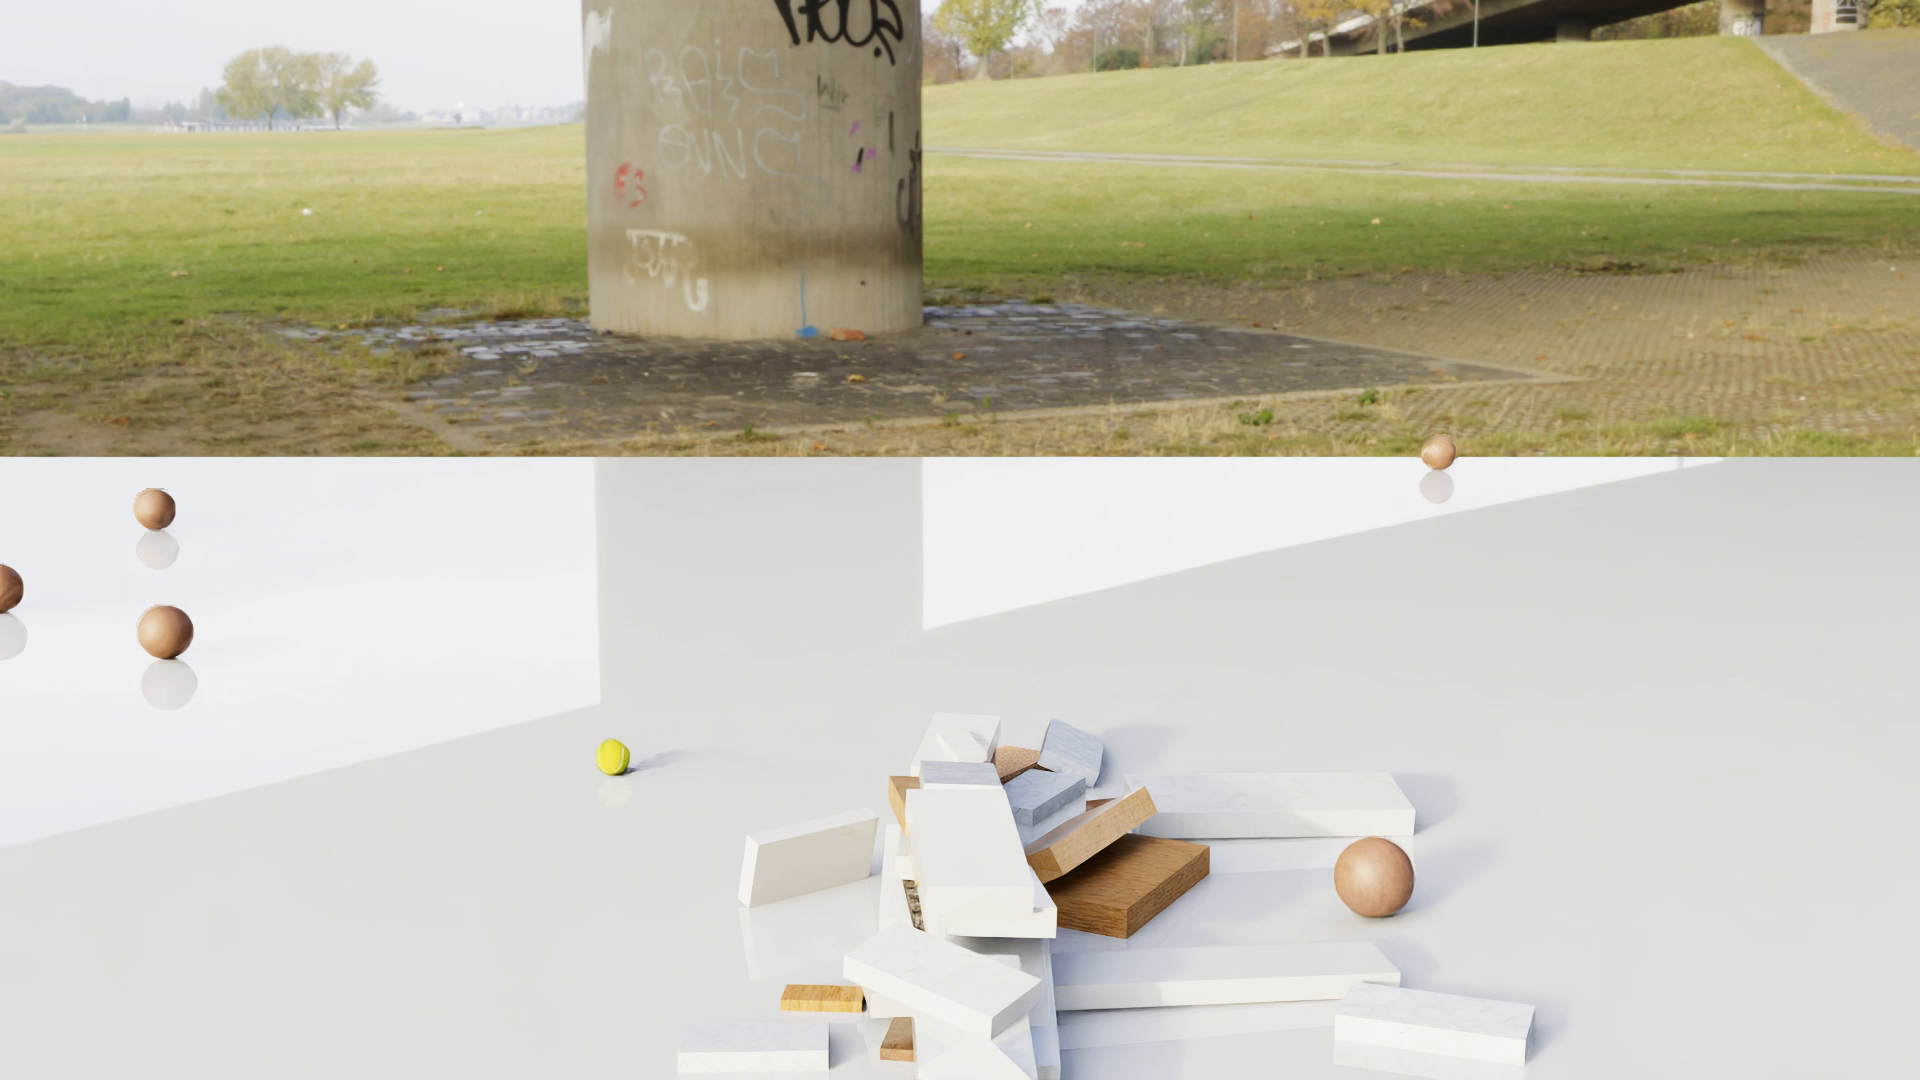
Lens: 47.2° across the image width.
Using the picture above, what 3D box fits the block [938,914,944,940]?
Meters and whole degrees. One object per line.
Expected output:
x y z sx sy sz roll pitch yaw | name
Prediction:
0.012 0.582 3.339 0.090 0.025 0.180 4 39 -2 | block

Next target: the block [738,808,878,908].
-0.251 0.528 3.661 0.241 0.121 0.034 -8 29 -37 | block

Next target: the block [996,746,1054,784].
0.076 0.454 4.313 0.117 0.033 0.234 7 13 34 | block

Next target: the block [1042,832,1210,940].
0.267 0.568 3.650 0.176 0.050 0.353 6 12 27 | block

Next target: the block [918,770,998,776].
-0.013 0.496 3.767 0.137 0.039 0.274 2 35 4 | block

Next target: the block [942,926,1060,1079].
0.053 0.636 3.075 0.151 0.043 0.408 2 20 -2 | block

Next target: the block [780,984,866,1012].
-0.198 0.668 3.204 0.118 0.017 0.059 1 11 4 | block

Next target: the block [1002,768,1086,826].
0.135 0.485 4.146 0.117 0.033 0.234 5 12 27 | block

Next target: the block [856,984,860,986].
-0.093 0.638 3.250 0.118 0.059 0.017 -2 11 -8 | block

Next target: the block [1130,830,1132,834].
0.280 0.528 3.959 0.056 0.016 0.113 0 11 0 | block

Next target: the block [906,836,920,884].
0.000 0.475 3.348 0.149 0.042 0.299 2 3 -4 | block

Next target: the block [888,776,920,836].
-0.027 0.424 3.512 0.149 0.042 0.323 2 3 -7 | block

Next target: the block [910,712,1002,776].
-0.005 0.386 4.058 0.126 0.036 0.252 3 19 9 | block

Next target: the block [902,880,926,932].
-0.036 0.567 3.471 0.090 0.025 0.180 -4 25 -8 | block

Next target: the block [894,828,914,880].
-0.029 0.483 3.589 0.137 0.039 0.274 4 16 1 | block

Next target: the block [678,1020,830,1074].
-0.281 0.696 3.021 0.203 0.029 0.101 0 11 -2 | block

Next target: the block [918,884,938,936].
-0.007 0.590 3.367 0.090 0.026 0.180 -2 40 -10 | block

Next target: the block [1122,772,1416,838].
0.561 0.484 4.023 0.502 0.050 0.176 0 17 -6 | block

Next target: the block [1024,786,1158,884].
0.177 0.514 3.692 0.176 0.050 0.353 -29 -5 32 | block

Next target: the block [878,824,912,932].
-0.057 0.553 3.577 0.137 0.039 0.274 0 25 1 | block

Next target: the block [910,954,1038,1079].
0.014 0.647 2.915 0.151 0.043 0.301 2 20 -4 | block

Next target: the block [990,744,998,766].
-0.002 0.456 4.051 0.126 0.036 0.252 2 31 3 | block

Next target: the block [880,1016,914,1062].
-0.072 0.694 3.063 0.059 0.017 0.118 2 11 8 | block

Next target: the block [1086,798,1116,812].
0.337 0.500 4.089 0.189 0.024 0.084 -3 11 -17 | block

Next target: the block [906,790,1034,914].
0.010 0.447 3.176 0.149 0.042 0.299 1 20 -8 | block

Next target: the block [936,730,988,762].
0.003 0.377 4.006 0.056 0.016 0.113 -7 20 -19 | block

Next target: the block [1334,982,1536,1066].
0.669 0.678 3.093 0.259 0.037 0.130 4 11 20 | block

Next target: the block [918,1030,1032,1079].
0.053 0.702 2.714 0.101 0.029 0.206 -25 46 -33 | block

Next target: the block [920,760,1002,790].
-0.001 0.388 3.502 0.121 0.034 0.241 2 3 -3 | block

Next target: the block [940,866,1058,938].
0.046 0.526 3.221 0.151 0.043 0.301 2 3 -5 | block

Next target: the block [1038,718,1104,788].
0.222 0.421 4.371 0.117 0.033 0.234 23 12 2 | block

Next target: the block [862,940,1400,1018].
0.250 0.644 3.230 0.781 0.037 0.130 0 10 -9 | block

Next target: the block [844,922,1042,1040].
-0.024 0.589 2.954 0.241 0.034 0.121 16 24 32 | block
